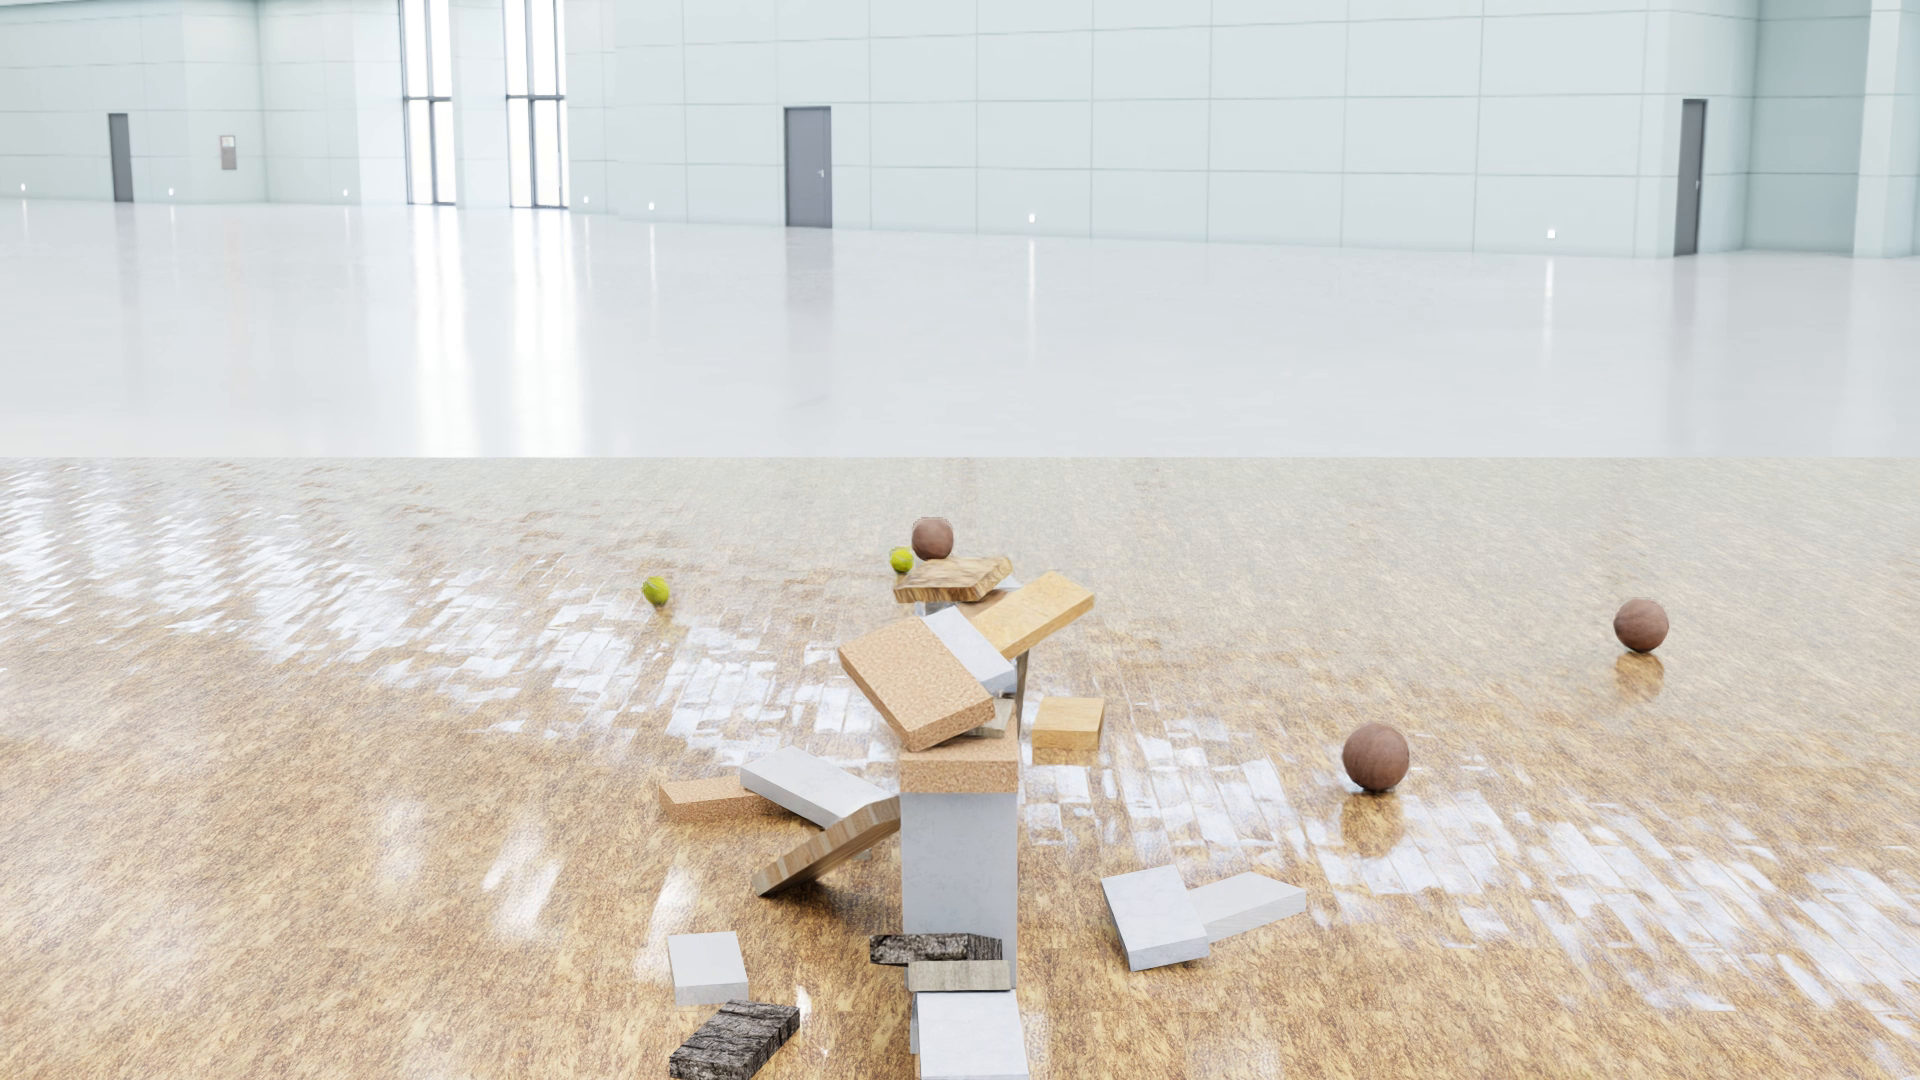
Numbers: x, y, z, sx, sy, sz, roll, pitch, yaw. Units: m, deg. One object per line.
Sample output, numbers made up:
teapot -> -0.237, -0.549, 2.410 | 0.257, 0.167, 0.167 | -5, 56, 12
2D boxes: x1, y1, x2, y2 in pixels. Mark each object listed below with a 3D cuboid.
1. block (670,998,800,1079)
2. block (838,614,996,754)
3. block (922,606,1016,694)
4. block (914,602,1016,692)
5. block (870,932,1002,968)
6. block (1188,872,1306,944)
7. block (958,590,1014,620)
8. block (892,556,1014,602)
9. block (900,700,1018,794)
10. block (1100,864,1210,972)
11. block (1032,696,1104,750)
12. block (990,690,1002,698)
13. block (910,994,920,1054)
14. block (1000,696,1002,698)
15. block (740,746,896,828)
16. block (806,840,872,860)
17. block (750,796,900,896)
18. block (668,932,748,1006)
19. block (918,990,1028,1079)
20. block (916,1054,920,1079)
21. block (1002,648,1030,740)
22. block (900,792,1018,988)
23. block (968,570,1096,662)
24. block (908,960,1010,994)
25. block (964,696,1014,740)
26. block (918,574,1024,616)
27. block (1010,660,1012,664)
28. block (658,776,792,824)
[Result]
block -> -0.309, 0.692, 3.036 | 0.105, 0.030, 0.211 | 3, 11, 17
block -> -0.066, 0.208, 3.234 | 0.134, 0.038, 0.268 | -21, 33, -16
block -> -0.005, 0.174, 3.346 | 0.097, 0.028, 0.194 | -20, 36, -20
block -> 0.006, 0.182, 3.809 | 0.168, 0.048, 0.391 | 0, 14, -1
block -> -0.030, 0.578, 3.090 | 0.134, 0.038, 0.268 | -3, -13, 11
block -> 0.430, 0.594, 3.553 | 0.247, 0.035, 0.123 | -9, 14, -40
block -> 0.042, 0.141, 3.528 | 0.110, 0.031, 0.220 | 5, 25, 14
block -> -0.013, 0.065, 3.650 | 0.194, 0.028, 0.097 | -3, 28, 47
block -> 0.001, 0.302, 3.253 | 0.167, 0.047, 0.334 | 0, 11, 1
block -> 0.303, 0.588, 3.441 | 0.123, 0.035, 0.247 | -11, 18, -3
block -> 0.232, 0.386, 4.661 | 0.135, 0.038, 0.269 | 1, 11, 7
block -> 0.021, 0.191, 3.493 | 0.110, 0.031, 0.220 | 2, 24, 8
block -> -0.001, 0.661, 3.016 | 0.130, 0.037, 0.259 | -1, -2, 0
block -> -0.006, 0.404, 3.826 | 0.153, 0.306, 0.043 | 0, 14, 0
block -> -0.266, 0.464, 4.081 | 0.269, 0.038, 0.135 | 21, 27, 36
block -> -0.216, 0.545, 3.867 | 0.117, 0.017, 0.059 | 0, 11, 2
block -> -0.195, 0.493, 3.571 | 0.123, 0.035, 0.364 | -9, -19, -41
block -> -0.381, 0.642, 3.305 | 0.105, 0.030, 0.211 | -2, 11, -11
block -> 0.013, 0.638, 2.782 | 0.130, 0.037, 0.259 | -1, 11, -2
block -> 0.007, 0.691, 2.861 | 0.130, 0.037, 0.259 | -1, -2, -1
block -> 0.039, 0.244, 4.153 | 0.168, 0.337, 0.048 | 2, 43, -3
block -> 0.000, 0.503, 3.219 | 0.167, 0.334, 0.047 | 0, 24, 2
block -> 0.072, 0.141, 3.434 | 0.296, 0.028, 0.097 | -30, 41, -32
block -> 0.003, 0.612, 3.071 | 0.134, 0.038, 0.353 | -1, -12, 1
block -> 0.043, 0.261, 3.240 | 0.058, 0.017, 0.117 | 9, 19, 6
block -> 0.014, 0.094, 3.879 | 0.168, 0.048, 0.337 | 0, 4, -4
block -> 0.026, 0.174, 3.676 | 0.110, 0.031, 0.306 | 0, 14, 0
block -> -0.389, 0.480, 4.155 | 0.336, 0.038, 0.135 | -4, 11, -20
